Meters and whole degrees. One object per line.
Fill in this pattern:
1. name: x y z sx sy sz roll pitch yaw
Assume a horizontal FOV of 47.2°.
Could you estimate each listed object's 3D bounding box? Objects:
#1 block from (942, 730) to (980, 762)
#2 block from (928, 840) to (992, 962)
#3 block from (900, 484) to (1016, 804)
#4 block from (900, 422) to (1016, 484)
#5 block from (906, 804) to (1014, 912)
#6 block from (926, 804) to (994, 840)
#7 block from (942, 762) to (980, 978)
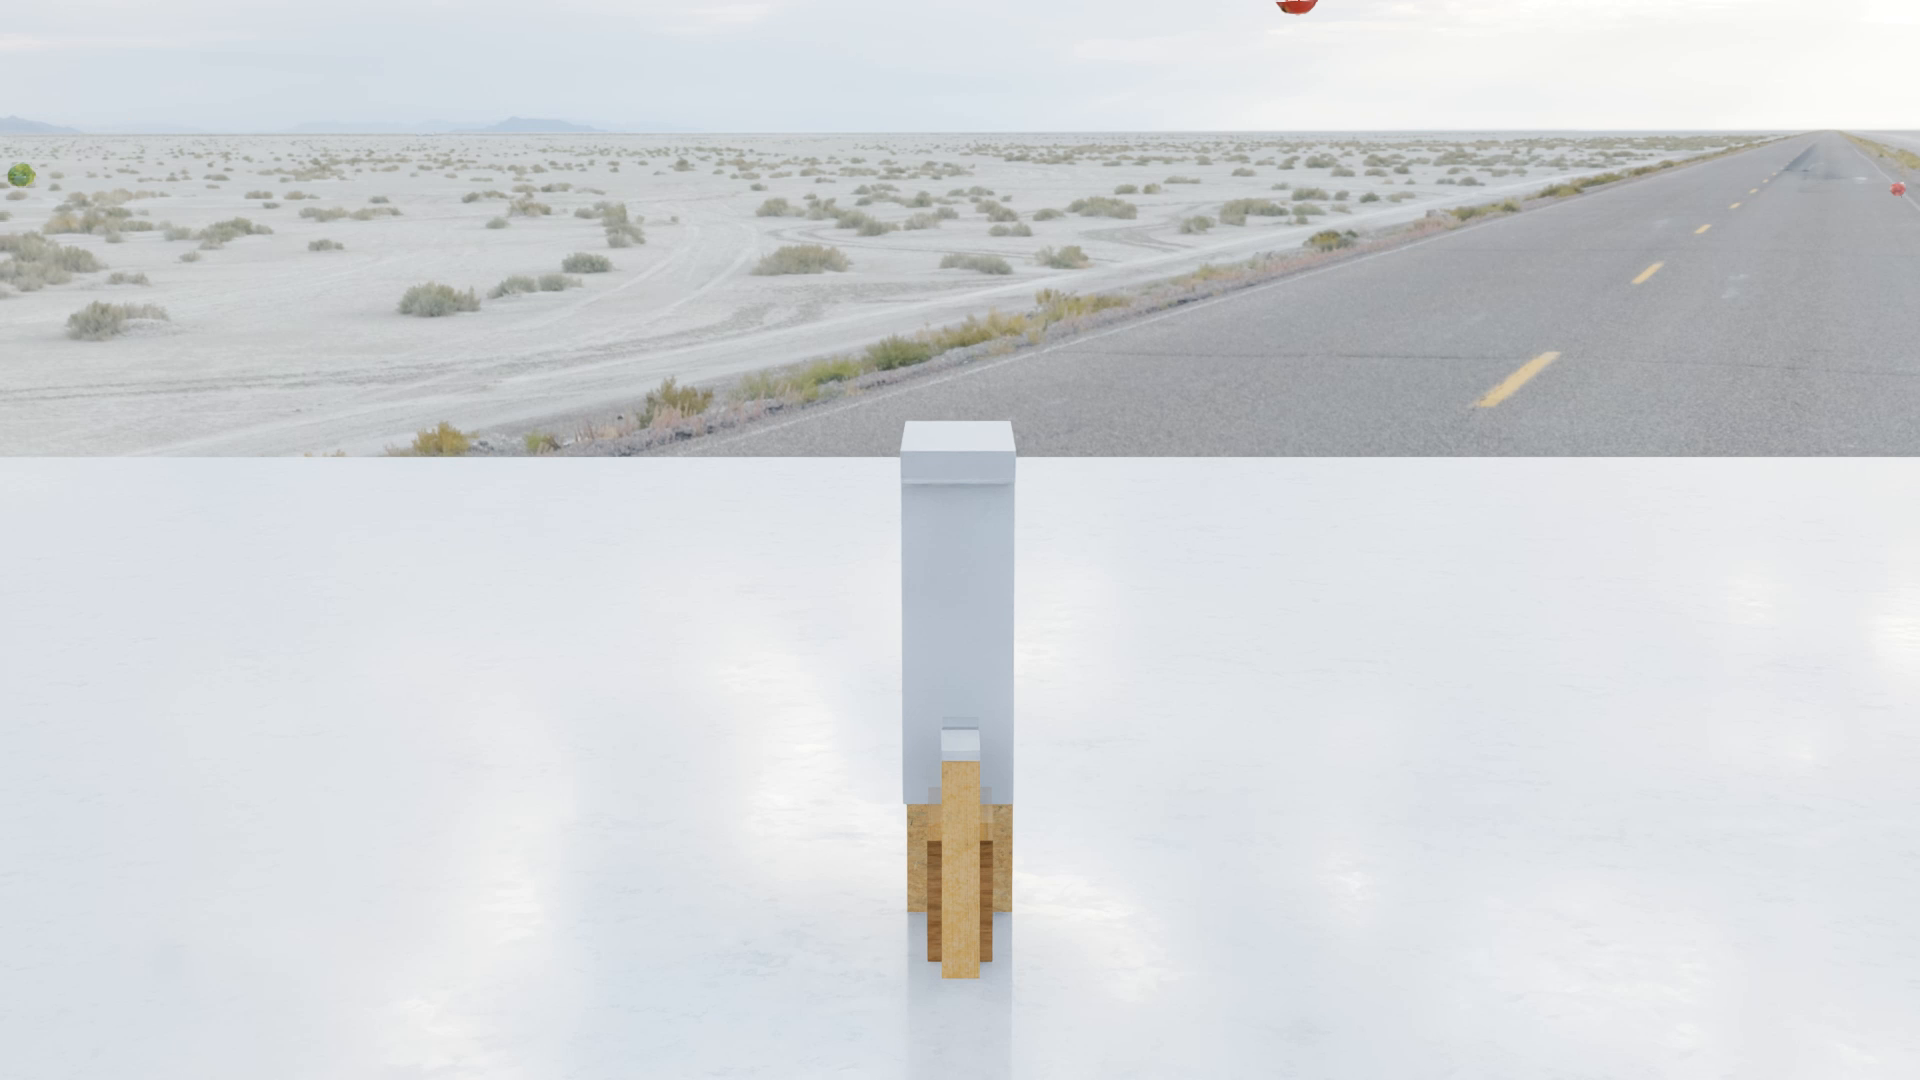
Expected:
1. block: 0.000 0.306 3.282 0.057 0.016 0.113 0 11 -1
2. block: 0.000 0.545 3.364 0.100 0.200 0.028 0 11 0
3. block: -0.003 0.155 3.375 0.171 0.507 0.049 0 11 0
4. block: -0.003 -0.140 3.437 0.171 0.049 0.343 0 11 0
5. block: 0.000 0.433 3.575 0.172 0.344 0.049 0 11 0
6. block: 0.000 0.421 3.408 0.100 0.028 0.200 0 11 0
7. block: 0.001 0.489 3.278 0.057 0.342 0.016 0 11 0
